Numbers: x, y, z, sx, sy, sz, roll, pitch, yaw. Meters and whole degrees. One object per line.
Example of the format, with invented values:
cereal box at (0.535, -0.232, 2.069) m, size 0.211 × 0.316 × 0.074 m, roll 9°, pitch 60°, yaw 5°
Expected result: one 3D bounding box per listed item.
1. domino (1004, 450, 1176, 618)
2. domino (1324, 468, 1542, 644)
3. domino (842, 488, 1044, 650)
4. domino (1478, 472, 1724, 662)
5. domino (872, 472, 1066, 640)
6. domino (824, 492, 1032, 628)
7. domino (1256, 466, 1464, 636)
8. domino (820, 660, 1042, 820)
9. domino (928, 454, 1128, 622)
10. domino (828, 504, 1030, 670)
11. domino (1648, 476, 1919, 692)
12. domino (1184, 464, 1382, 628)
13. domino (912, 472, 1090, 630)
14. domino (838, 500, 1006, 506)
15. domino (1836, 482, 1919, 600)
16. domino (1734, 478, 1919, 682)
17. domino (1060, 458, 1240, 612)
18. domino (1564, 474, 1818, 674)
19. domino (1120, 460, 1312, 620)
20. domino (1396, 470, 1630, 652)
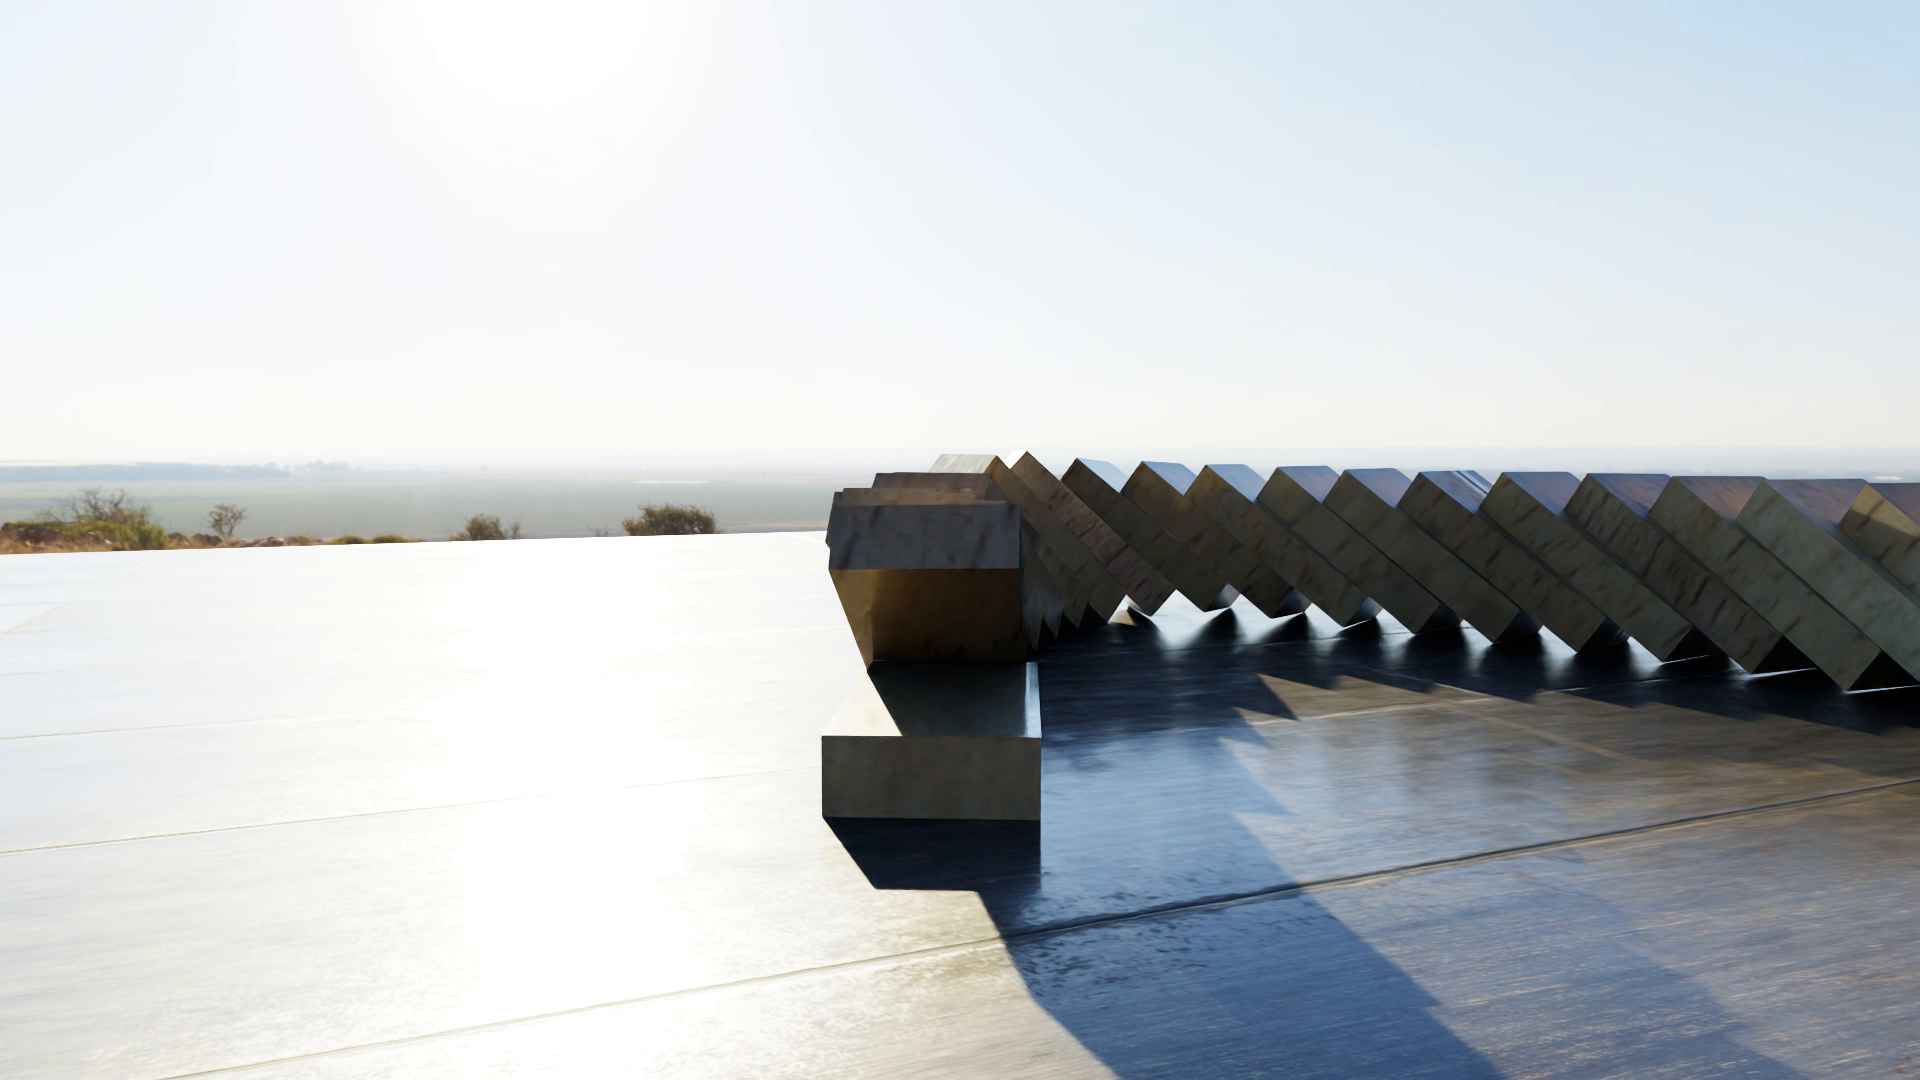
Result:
domino at (0.030, -0.002, 0.322) m, size 0.050 × 0.010 × 0.025 m, roll 42°, pitch -1°, yaw -6°
domino at (0.110, 0.002, 0.293) m, size 0.025 × 0.009 × 0.050 m, roll -4°, pitch 41°, yaw -45°
domino at (-0.003, 0.007, 0.250) m, size 0.025 × 0.009 × 0.050 m, roll 1°, pitch -27°, yaw 21°
domino at (0.137, 0.004, 0.269) m, size 0.025 × 0.010 × 0.050 m, roll -2°, pitch 40°, yaw -34°
domino at (0.002, 0.004, 0.268) m, size 0.025 × 0.009 × 0.050 m, roll 2°, pitch -31°, yaw 25°
domino at (-0.004, 0.008, 0.230) m, size 0.025 × 0.009 × 0.050 m, roll 1°, pitch -28°, yaw 15°
domino at (0.097, 0.001, 0.305) m, size 0.025 × 0.009 × 0.050 m, roll -5°, pitch 42°, yaw -47°
domino at (-0.002, 0.025, 0.170) m, size 0.025 × 0.010 × 0.050 m, roll 0°, pitch 4°, yaw 3°
domino at (0.015, -0.001, 0.307) m, size 0.050 × 0.009 × 0.025 m, roll 44°, pitch -18°, yaw -25°
domino at (-0.003, 0.011, 0.191) m, size 0.025 × 0.010 × 0.050 m, roll 0°, pitch -27°, yaw 5°
domino at (0.157, 0.006, 0.239) m, size 0.025 × 0.009 × 0.050 m, roll -1°, pitch 39°, yaw -21°
domino at (0.081, 0.000, 0.314) m, size 0.050 × 0.009 × 0.025 m, roll 44°, pitch 25°, yaw 25°
domino at (0.006, 0.003, 0.287) m, size 0.025 × 0.009 × 0.050 m, roll 3°, pitch -30°, yaw 38°
domino at (-0.004, 0.010, 0.210) m, size 0.025 × 0.010 × 0.050 m, roll 1°, pitch -27°, yaw 7°
domino at (0.171, 0.009, 0.206) m, size 0.025 × 0.010 × 0.050 m, roll -1°, pitch 38°, yaw -12°
domino at (0.164, 0.008, 0.223) m, size 0.025 × 0.010 × 0.050 m, roll -1°, pitch 39°, yaw -17°
domino at (0.050, -0.002, 0.331) m, size 0.050 × 0.009 × 0.025 m, roll 42°, pitch 18°, yaw 20°
domino at (0.148, 0.005, 0.255) m, size 0.025 × 0.010 × 0.050 m, roll -1°, pitch 39°, yaw -26°
domino at (0.066, -0.001, 0.323) m, size 0.050 × 0.010 × 0.025 m, roll 44°, pitch 23°, yaw 25°
domino at (0.123, 0.003, 0.281) m, size 0.025 × 0.010 × 0.050 m, roll -4°, pitch 40°, yaw -41°
